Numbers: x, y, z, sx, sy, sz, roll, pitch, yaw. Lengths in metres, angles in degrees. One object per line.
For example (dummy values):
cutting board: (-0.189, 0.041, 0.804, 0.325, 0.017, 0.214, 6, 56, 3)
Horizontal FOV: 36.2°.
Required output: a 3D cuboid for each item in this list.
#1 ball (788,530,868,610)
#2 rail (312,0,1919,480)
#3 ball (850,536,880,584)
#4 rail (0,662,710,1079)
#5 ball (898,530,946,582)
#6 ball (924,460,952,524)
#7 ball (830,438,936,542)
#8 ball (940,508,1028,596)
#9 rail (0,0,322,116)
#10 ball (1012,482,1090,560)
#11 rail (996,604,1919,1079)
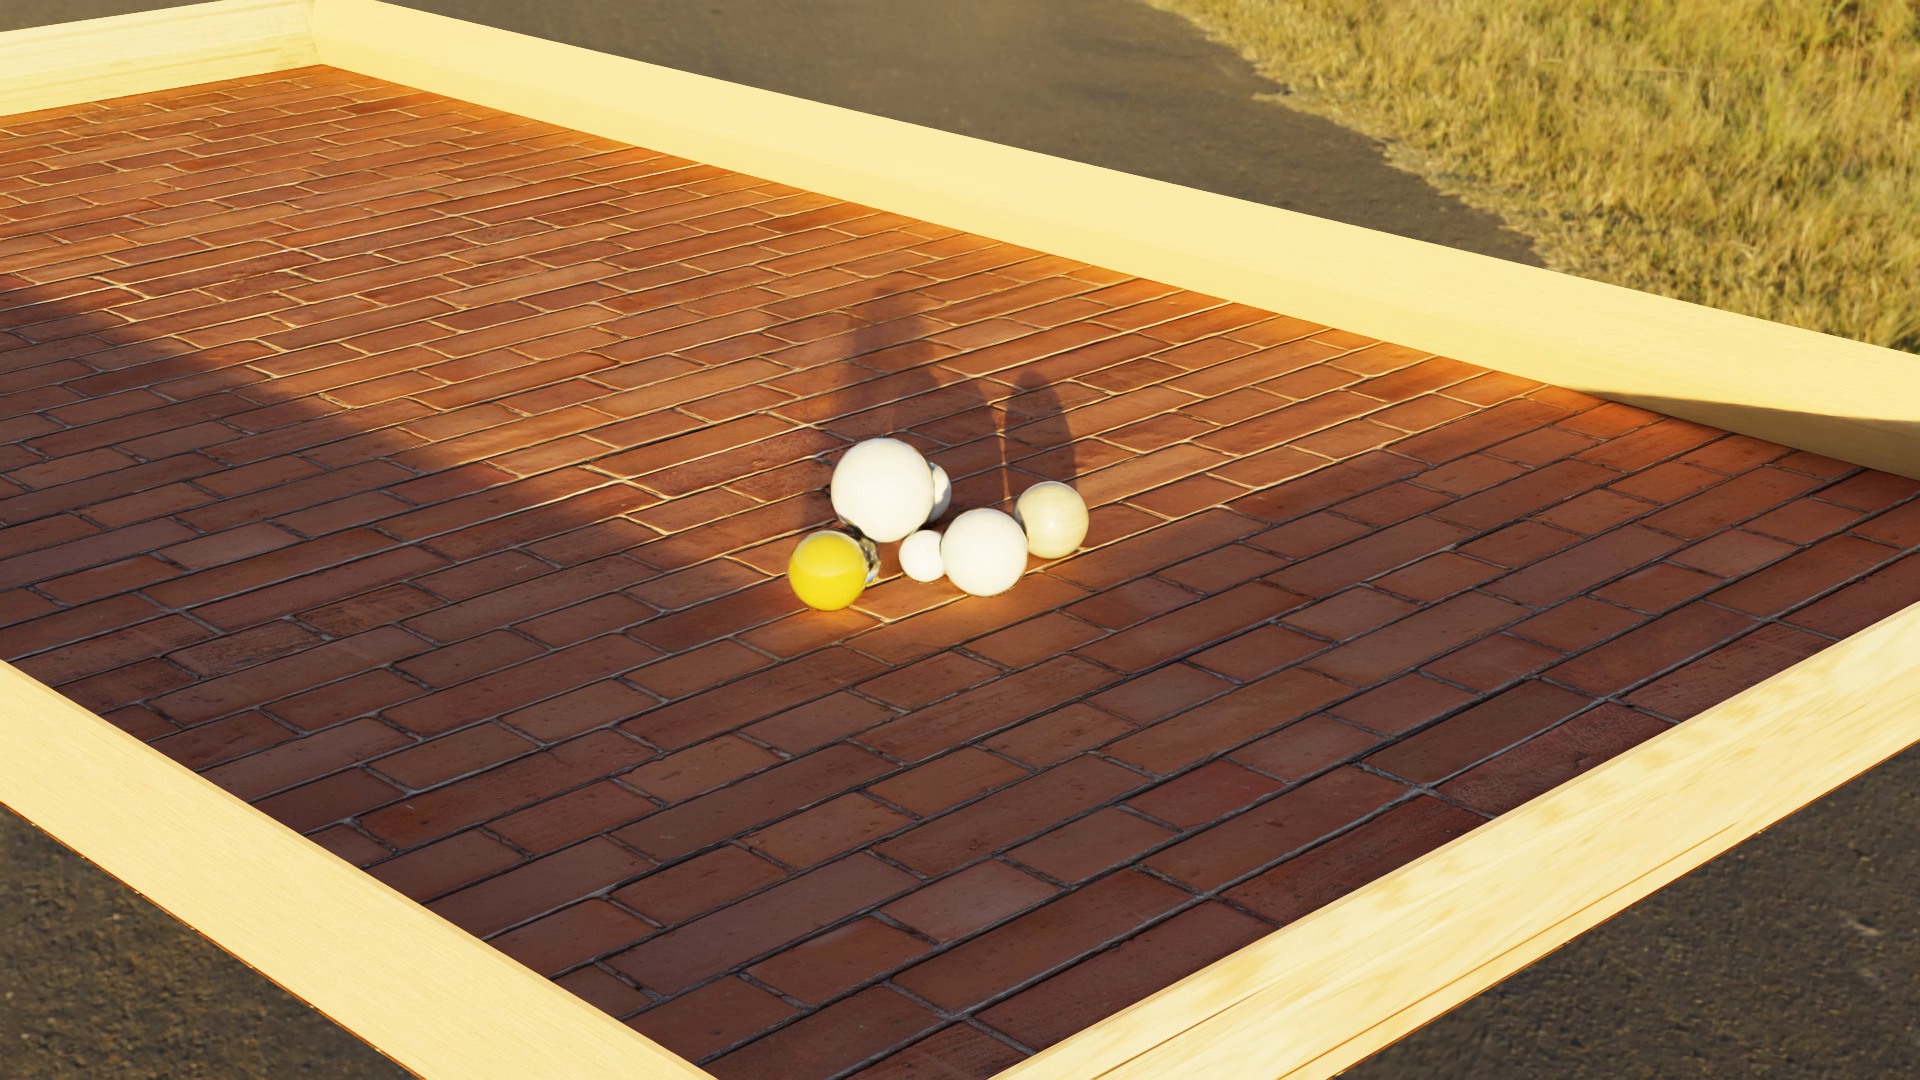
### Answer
ball: (-0.118, 0.027, 2.617, 0.071, 0.071, 0.071, 0, 21, 0)
rail: (0.045, -0.441, 3.780, 0.045, 0.125, 3.221, -19, 28, -41)
ball: (-0.095, 0.019, 2.673, 0.046, 0.046, 0.046, 0, 21, 0)
rail: (-1.167, -0.026, 2.678, 0.045, 0.125, 3.221, -19, 28, -41)
ball: (-0.032, 0.014, 2.683, 0.048, 0.048, 0.048, 0, 21, 0)
ball: (-0.039, -0.046, 2.825, 0.062, 0.062, 0.062, 0, 21, 0)
ball: (-0.071, -0.046, 2.693, 0.096, 0.096, 0.096, 0, 21, 0)
ball: (0.022, 0.011, 2.648, 0.079, 0.079, 0.079, 0, 21, 0)
rail: (-1.667, -0.634, 4.294, 1.737, 0.125, 0.045, -19, 28, -41)
ball: (0.084, -0.019, 2.736, 0.072, 0.072, 0.072, 0, 21, 0)
rail: (0.545, 0.167, 2.164, 1.737, 0.125, 0.045, -19, 28, -41)
